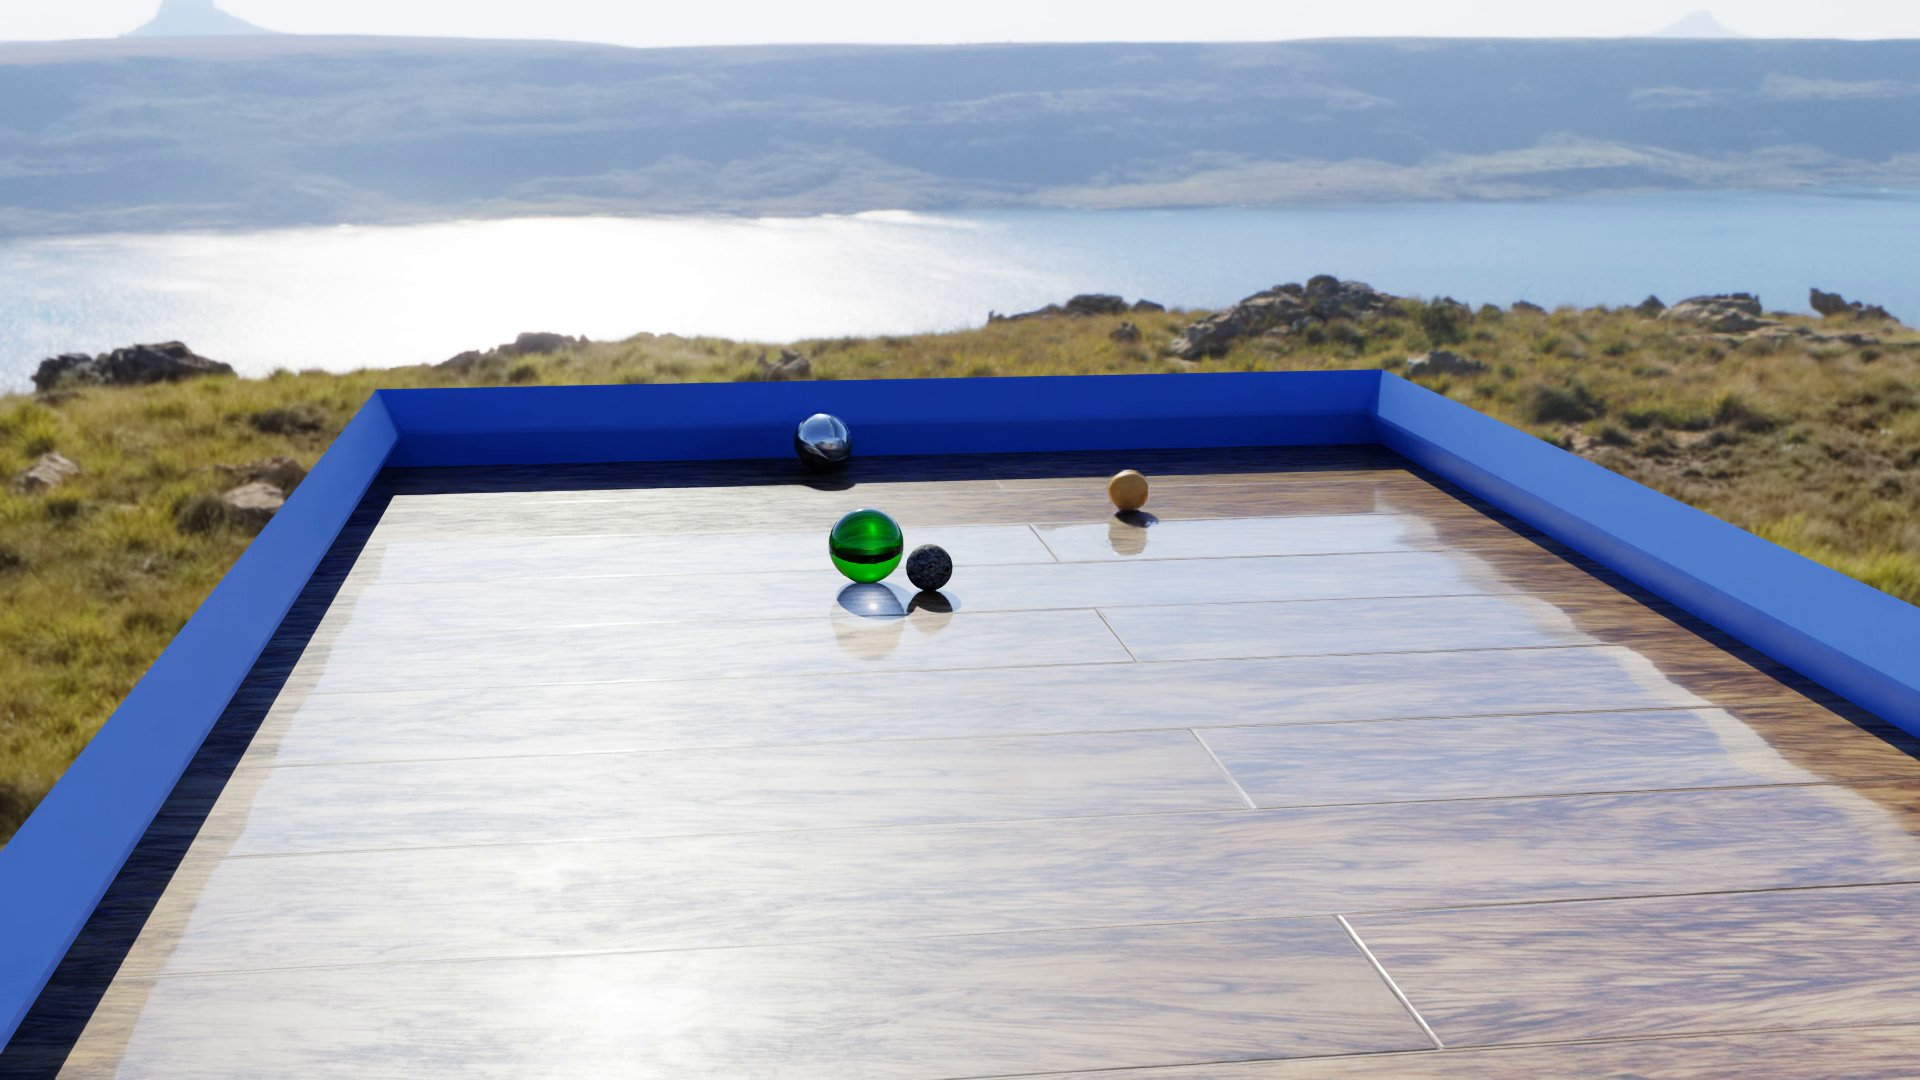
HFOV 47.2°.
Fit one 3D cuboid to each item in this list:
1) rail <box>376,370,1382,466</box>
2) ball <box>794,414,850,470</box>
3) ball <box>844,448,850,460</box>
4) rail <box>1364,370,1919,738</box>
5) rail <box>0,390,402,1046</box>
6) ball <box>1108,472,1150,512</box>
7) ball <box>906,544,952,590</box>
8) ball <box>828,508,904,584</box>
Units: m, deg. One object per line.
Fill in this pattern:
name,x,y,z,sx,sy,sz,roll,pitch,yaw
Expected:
rail,-0.108,-0.205,3.739,1.726,0.129,0.045,-2,13,-7
ball,-0.229,-0.162,3.631,0.093,0.093,0.093,0,13,0
ball,-0.205,-0.154,3.719,0.040,0.040,0.040,0,13,0
rail,0.943,0.127,2.259,0.045,0.129,3.334,-2,13,-7
rail,-0.720,0.176,2.040,0.045,0.129,3.334,-2,13,-7
ball,0.254,-0.073,3.312,0.061,0.061,0.061,0,13,0
ball,-0.040,0.035,2.829,0.061,0.061,0.061,0,13,0
ball,-0.122,0.007,2.866,0.099,0.099,0.099,0,13,0
